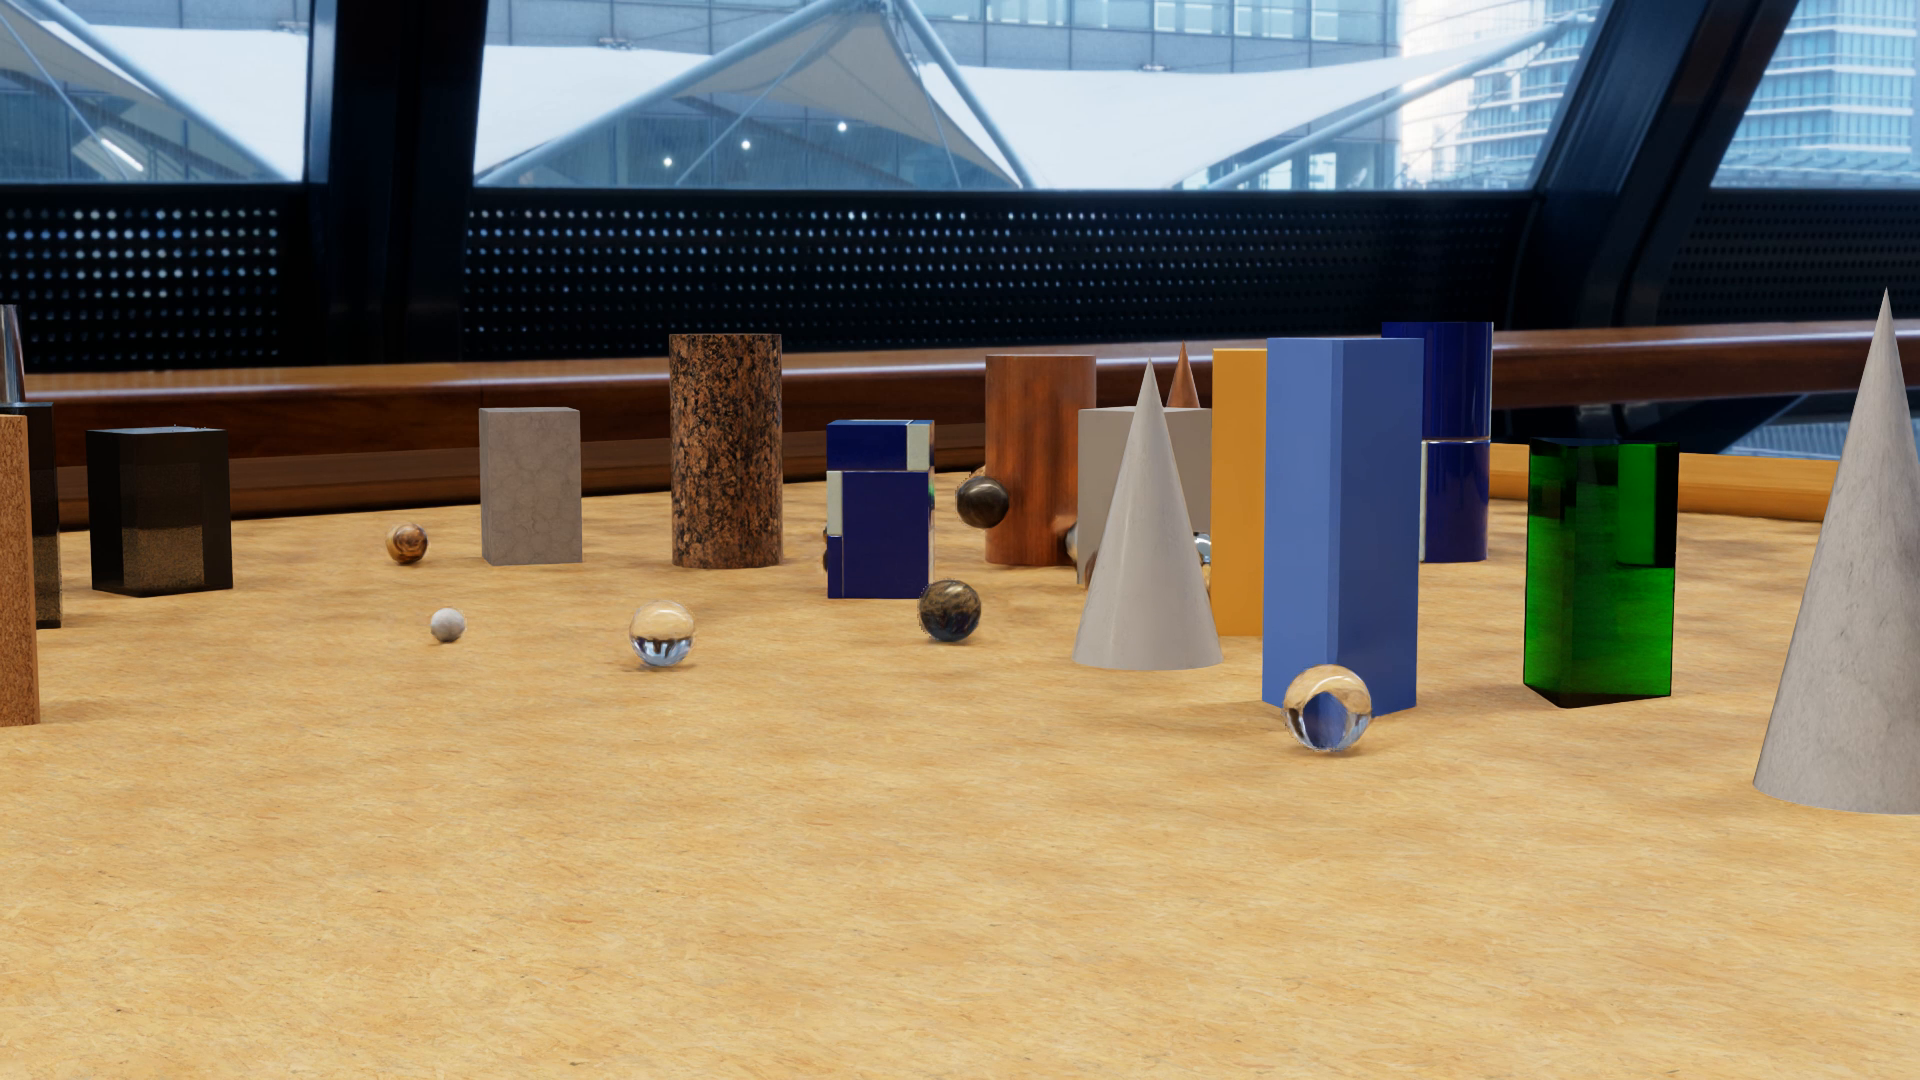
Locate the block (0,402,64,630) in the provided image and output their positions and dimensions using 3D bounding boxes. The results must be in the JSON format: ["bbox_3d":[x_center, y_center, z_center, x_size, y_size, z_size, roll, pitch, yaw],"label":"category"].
[{"bbox_3d":[-1.363,-0.035,3.114,0.157,0.311,0.157,-2,6,-21],"label":"block"}]

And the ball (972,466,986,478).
[{"bbox_3d":[0.066,-0.135,5.167,0.082,0.082,0.082,0,6,0],"label":"ball"}]

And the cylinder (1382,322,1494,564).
[{"bbox_3d":[0.854,-0.180,3.957,0.196,0.423,0.196,0,6,0],"label":"cylinder"}]

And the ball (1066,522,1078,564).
[{"bbox_3d":[0.227,0.005,3.803,0.088,0.088,0.088,0,6,0],"label":"ball"}]

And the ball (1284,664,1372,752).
[{"bbox_3d":[0.372,0.169,2.225,0.089,0.089,0.089,0,6,0],"label":"ball"}]

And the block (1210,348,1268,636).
[{"bbox_3d":[0.430,-0.070,3.066,0.157,0.390,0.157,1,6,6],"label":"block"}]

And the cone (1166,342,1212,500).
[{"bbox_3d":[0.436,-0.200,4.313,0.196,0.388,0.196,0,6,0],"label":"cone"}]

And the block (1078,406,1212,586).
[{"bbox_3d":[0.301,-0.071,3.580,0.157,0.284,0.157,4,7,36],"label":"block"}]

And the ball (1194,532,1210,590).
[{"bbox_3d":[0.371,0.035,3.473,0.096,0.096,0.096,0,6,0],"label":"ball"}]

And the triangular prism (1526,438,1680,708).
[{"bbox_3d":[0.714,0.031,2.555,0.170,0.294,0.147,-3,7,-30],"label":"triangular prism"}]

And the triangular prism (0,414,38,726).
[{"bbox_3d":[-1.101,0.030,2.390,0.170,0.332,0.147,-3,6,-23],"label":"triangular prism"}]

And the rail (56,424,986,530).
[{"bbox_3d":[-1.378,-0.122,4.817,4.469,0.127,0.045,-5,8,-42],"label":"rail"}]

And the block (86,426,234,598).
[{"bbox_3d":[-1.276,-0.048,3.506,0.157,0.254,0.157,5,8,42],"label":"block"}]

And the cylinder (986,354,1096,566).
[{"bbox_3d":[0.143,-0.145,3.906,0.196,0.365,0.196,0,6,0],"label":"cylinder"}]

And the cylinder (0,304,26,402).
[{"bbox_3d":[-1.593,-0.148,3.506,0.196,0.453,0.196,0,6,0],"label":"cylinder"}]

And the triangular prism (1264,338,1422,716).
[{"bbox_3d":[0.401,-0.017,2.448,0.147,0.413,0.170,6,8,43],"label":"triangular prism"}]

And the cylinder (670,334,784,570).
[{"bbox_3d":[-0.410,-0.160,3.866,0.196,0.402,0.196,0,6,0],"label":"cylinder"}]

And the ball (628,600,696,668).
[{"bbox_3d":[-0.372,0.117,2.750,0.084,0.084,0.084,0,6,0],"label":"ball"}]

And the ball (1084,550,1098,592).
[{"bbox_3d":[0.232,0.055,3.284,0.096,0.096,0.096,0,6,0],"label":"ball"}]

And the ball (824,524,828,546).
[{"bbox_3d":[-0.217,-0.009,4.033,0.068,0.068,0.068,0,6,0],"label":"ball"}]

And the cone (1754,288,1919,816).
[{"bbox_3d":[0.840,0.002,2.018,0.196,0.466,0.196,0,6,0],"label":"cone"}]

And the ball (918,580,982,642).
[{"bbox_3d":[-0.013,0.095,2.956,0.085,0.085,0.085,0,6,0],"label":"ball"}]

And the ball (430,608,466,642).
[{"bbox_3d":[-0.688,0.115,2.954,0.046,0.046,0.046,0,6,0],"label":"ball"}]

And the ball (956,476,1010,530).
[{"bbox_3d":[0.039,-0.064,3.786,0.092,0.092,0.092,0,6,0],"label":"ball"}]

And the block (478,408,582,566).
[{"bbox_3d":[-0.766,-0.098,3.918,0.157,0.269,0.157,-2,6,-19],"label":"block"}]

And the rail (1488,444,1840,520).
[{"bbox_3d":[1.625,-0.123,4.823,0.045,0.127,4.111,-5,8,-42],"label":"rail"}]

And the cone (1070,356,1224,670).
[{"bbox_3d":[0.240,-0.042,2.800,0.196,0.389,0.196,0,6,0],"label":"cone"}]

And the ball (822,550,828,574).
[{"bbox_3d":[-0.200,0.036,3.646,0.058,0.058,0.058,0,6,0],"label":"ball"}]

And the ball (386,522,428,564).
[{"bbox_3d":[-0.972,0.006,3.867,0.073,0.073,0.073,0,6,0],"label":"ball"}]

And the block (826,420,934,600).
[{"bbox_3d":[-0.123,-0.051,3.465,0.157,0.269,0.157,0,6,3],"label":"block"}]
